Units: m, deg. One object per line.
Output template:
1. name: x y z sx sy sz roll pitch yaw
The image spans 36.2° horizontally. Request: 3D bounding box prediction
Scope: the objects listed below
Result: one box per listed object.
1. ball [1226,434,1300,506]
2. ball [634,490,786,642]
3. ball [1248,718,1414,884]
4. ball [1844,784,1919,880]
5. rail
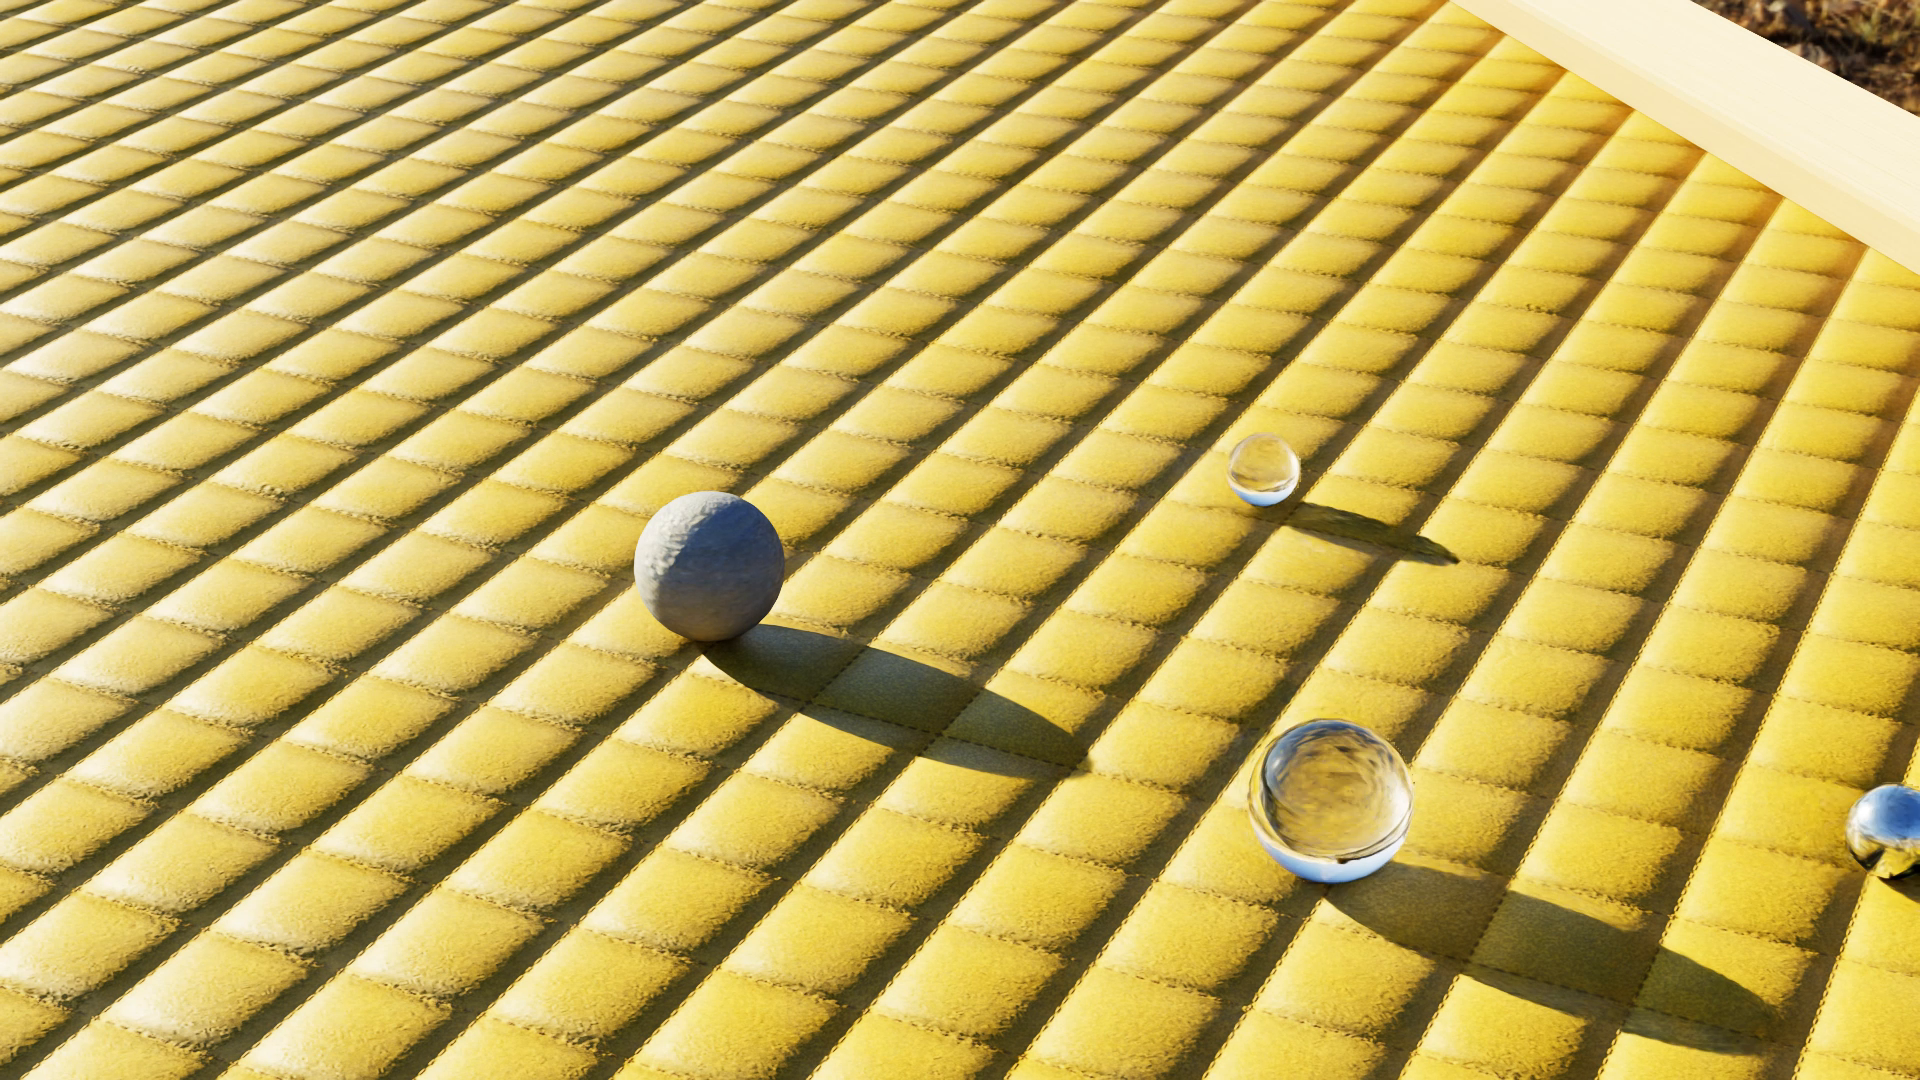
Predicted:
1. ball: 0.209 -0.048 2.028 0.051 0.051 0.051 0 27 0
2. ball: -0.158 0.017 1.852 0.095 0.095 0.095 0 27 0
3. ball: 0.203 0.143 1.610 0.091 0.091 0.091 0 27 0
4. ball: 0.514 0.160 1.618 0.052 0.052 0.052 0 27 0
5. rail: 0.568 -0.529 2.886 0.045 0.124 3.439 -9 28 -17
